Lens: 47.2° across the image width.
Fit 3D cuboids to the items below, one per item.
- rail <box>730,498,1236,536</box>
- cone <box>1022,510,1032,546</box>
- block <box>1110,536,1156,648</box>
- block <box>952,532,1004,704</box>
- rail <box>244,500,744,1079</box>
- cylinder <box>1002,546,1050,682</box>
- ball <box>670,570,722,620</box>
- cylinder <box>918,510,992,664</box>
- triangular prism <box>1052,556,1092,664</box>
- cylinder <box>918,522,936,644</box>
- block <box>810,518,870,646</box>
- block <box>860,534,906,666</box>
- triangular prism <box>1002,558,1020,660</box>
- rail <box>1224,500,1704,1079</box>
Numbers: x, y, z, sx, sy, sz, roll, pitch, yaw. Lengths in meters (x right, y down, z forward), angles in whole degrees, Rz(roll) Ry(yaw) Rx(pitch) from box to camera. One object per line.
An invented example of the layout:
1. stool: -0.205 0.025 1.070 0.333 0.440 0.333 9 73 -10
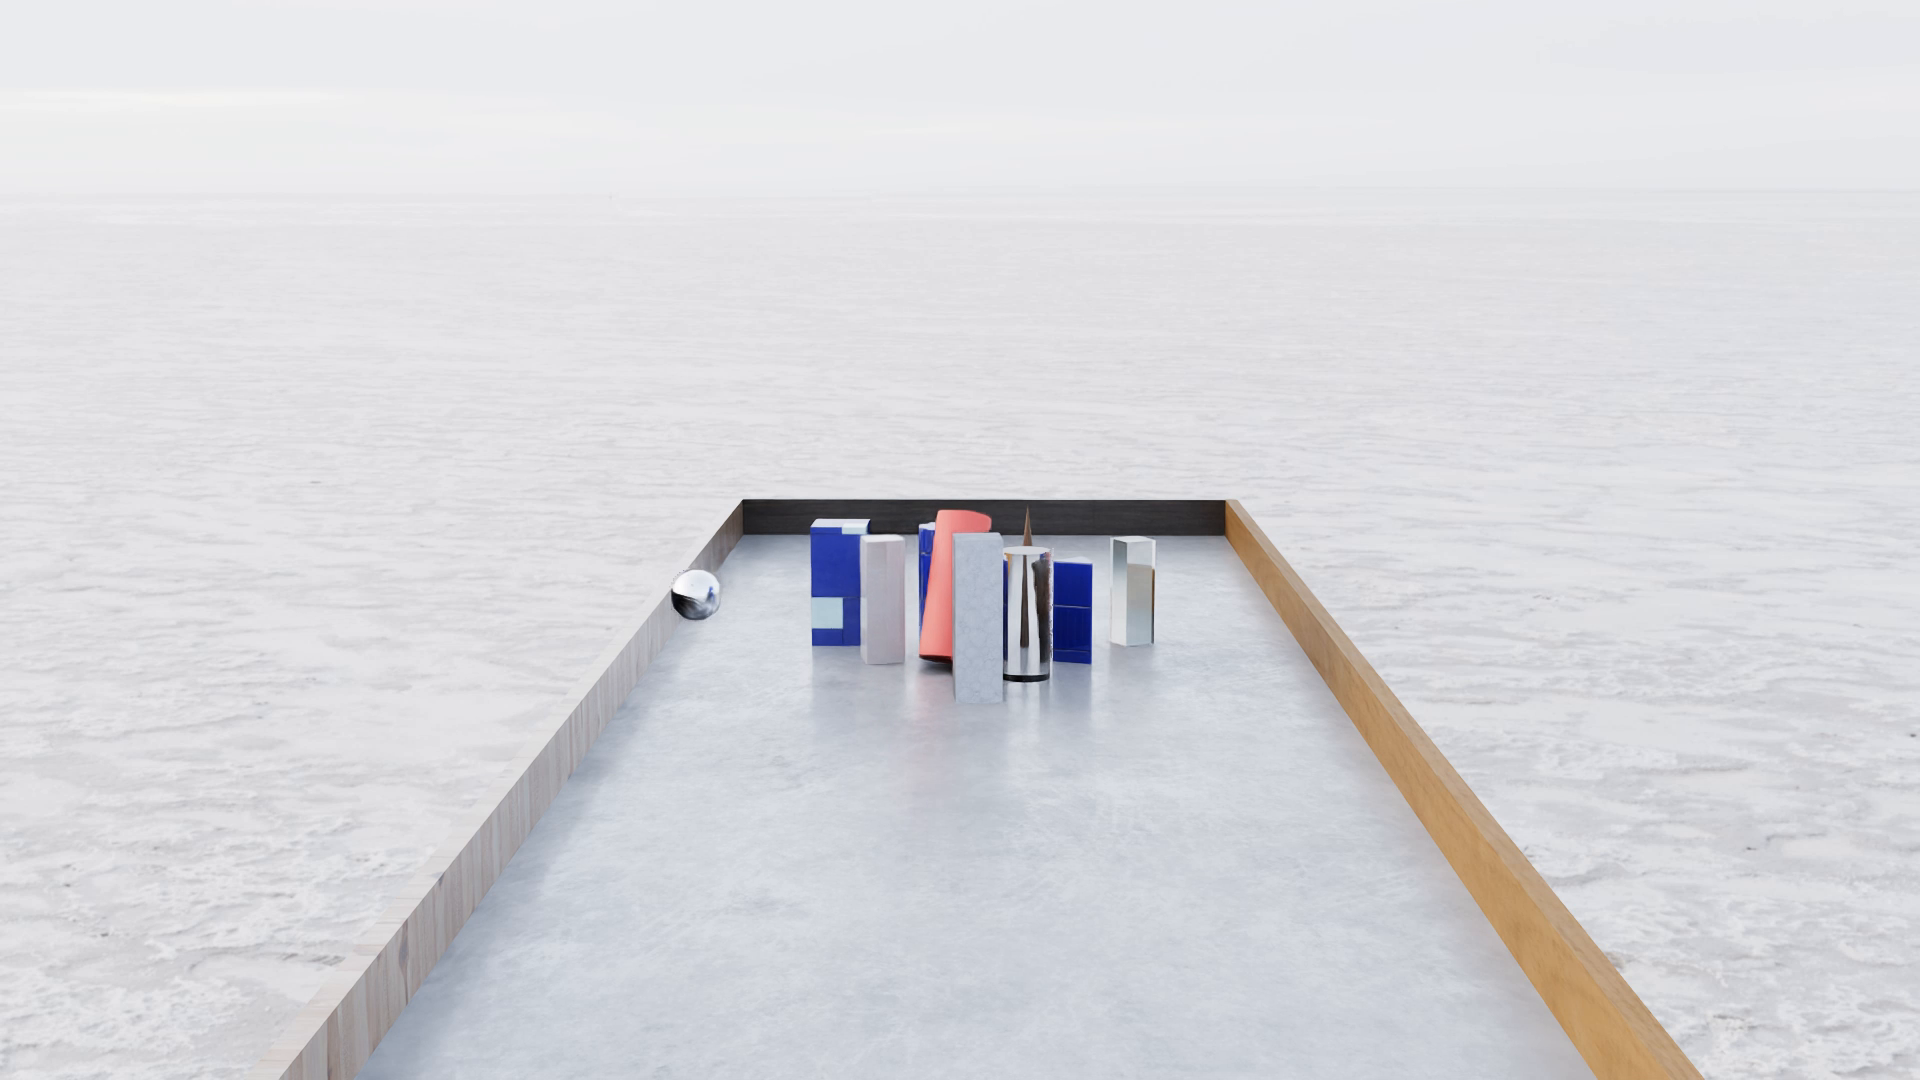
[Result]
1. rail: 0.099 -0.098 9.147 2.100 0.150 0.050 0 9 1
2. cone: 0.213 0.104 6.940 0.101 0.442 0.101 0 9 0
3. block: 0.543 0.161 6.932 0.103 0.332 0.103 -4 10 -26
4. block: 0.049 0.217 6.170 0.132 0.460 0.132 -1 9 -4
5. rail: -1.004 0.839 3.234 0.050 0.150 12.000 0 9 1
6. cylinder: 0.191 0.217 6.436 0.147 0.378 0.147 0 9 0
7. ball: -0.845 0.178 7.055 0.163 0.163 0.163 0 9 0
8. cylinder: -0.015 0.142 6.606 0.165 0.441 0.165 7 -11 1
9. triangular prism: 0.358 0.211 6.692 0.123 0.309 0.107 3 10 21
10. cylinder: -0.052 0.141 6.932 0.158 0.372 0.158 0 9 0
11. block: -0.376 0.133 6.965 0.172 0.378 0.172 0 9 3
12. block: -0.234 0.180 6.664 0.116 0.377 0.116 -2 10 -12
13. triangular prism: 0.085 0.204 6.680 0.114 0.311 0.099 3 7 -36
14. rail: 1.046 0.843 3.208 0.050 0.150 12.000 0 9 1
